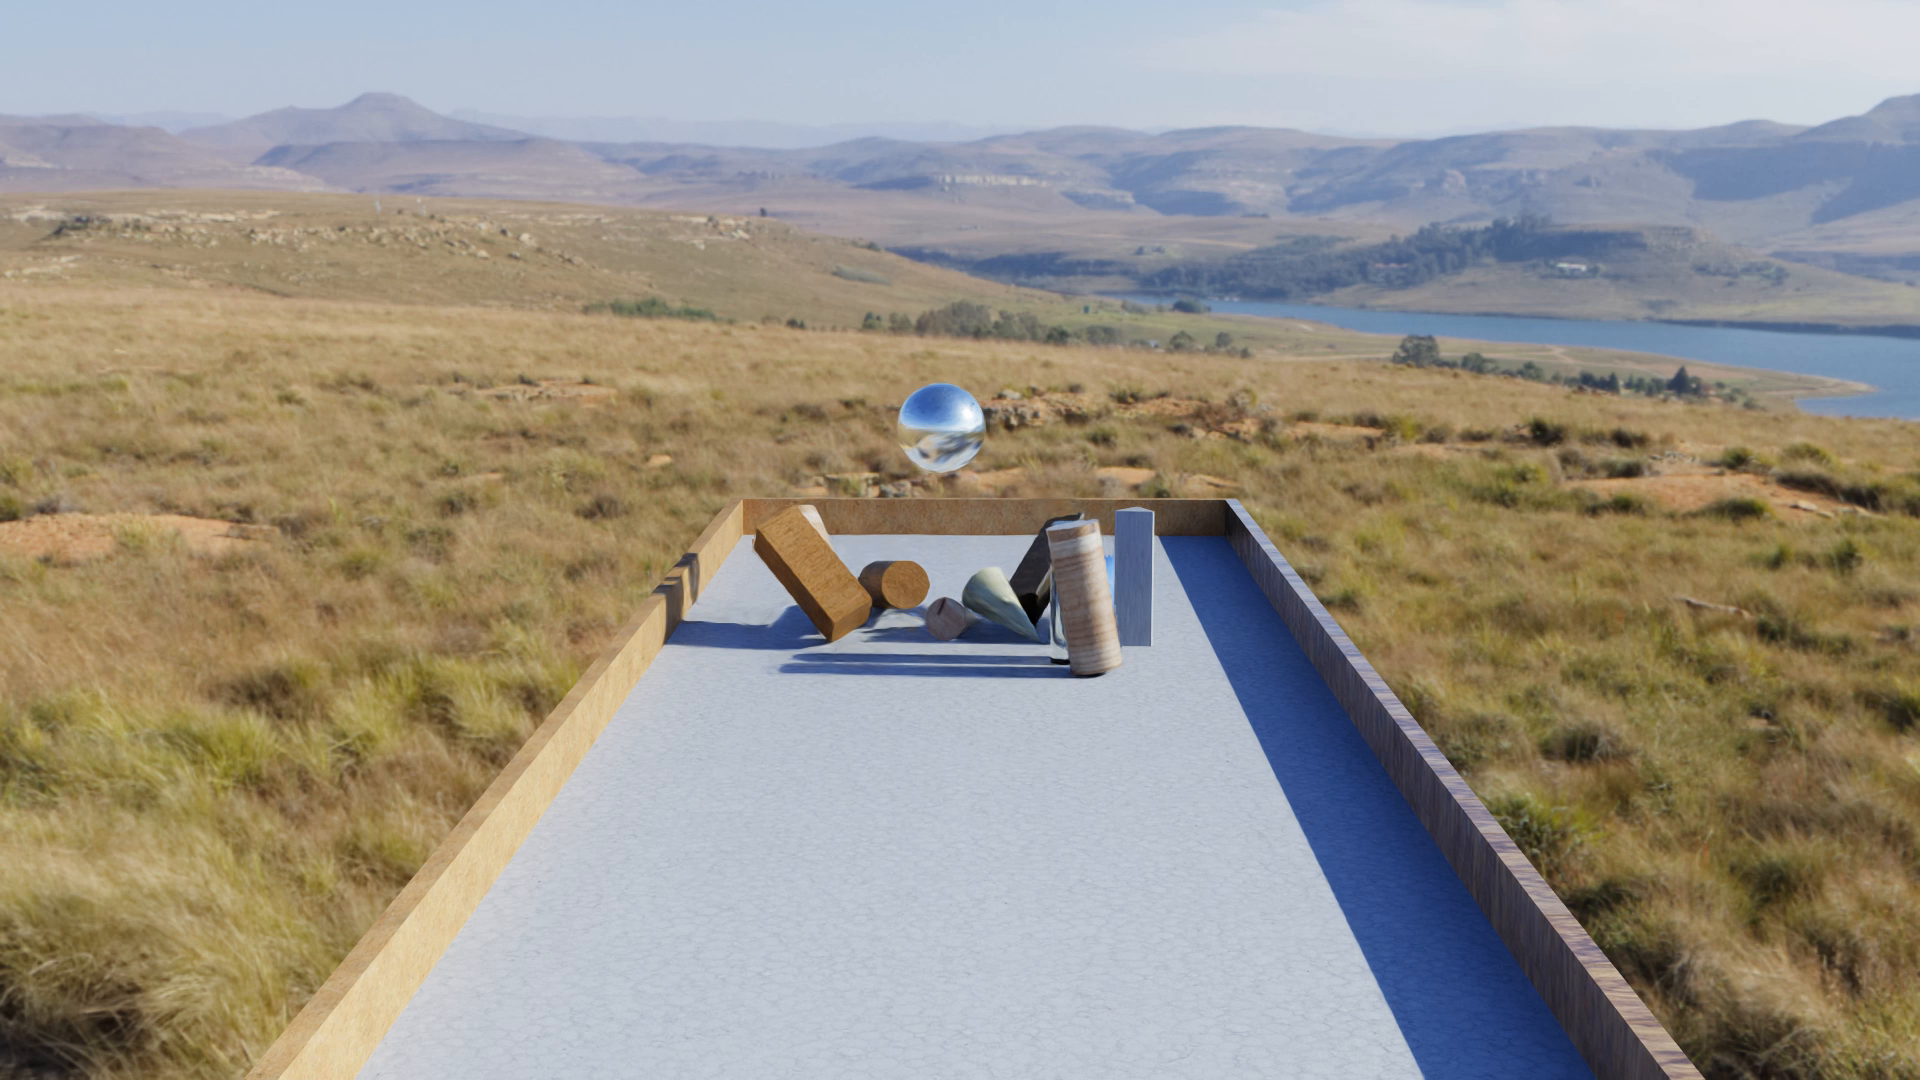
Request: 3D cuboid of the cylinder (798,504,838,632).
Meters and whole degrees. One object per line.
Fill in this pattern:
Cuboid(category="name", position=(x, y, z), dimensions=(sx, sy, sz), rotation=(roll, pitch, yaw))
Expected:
Cuboid(category="cylinder", position=(-0.466, 0.091, 7.154), dimensions=(0.156, 0.403, 0.156), rotation=(-20, -26, -11))

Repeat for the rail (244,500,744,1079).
Cuboid(category="rail", position=(-1.004, 0.839, 3.234), dimensions=(0.050, 0.150, 12.000), rotation=(0, 9, 1))

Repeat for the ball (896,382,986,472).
Cuboid(category="ball", position=(-0.064, -0.383, 7.494), dimensions=(0.305, 0.305, 0.305), rotation=(0, 9, 0))

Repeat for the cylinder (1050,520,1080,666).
Cuboid(category="cylinder", position=(0.340, 0.159, 6.654), dimensions=(0.130, 0.423, 0.130), rotation=(0, 9, 0))

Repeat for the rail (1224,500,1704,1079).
Cuboid(category="rail", position=(1.046, 0.843, 3.208), dimensions=(0.050, 0.150, 12.000), rotation=(0, 9, 1))

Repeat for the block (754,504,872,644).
Cuboid(category="block", position=(-0.467, 0.107, 6.961), dimensions=(0.149, 0.413, 0.149), rotation=(-32, -20, -23))

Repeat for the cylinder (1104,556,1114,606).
Cuboid(category="cylinder", position=(0.442, 0.182, 7.147), dimensions=(0.140, 0.140, 0.316), rotation=(4, 27, 23))

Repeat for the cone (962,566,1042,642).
Cuboid(category="cone", position=(0.168, 0.242, 7.039), dimensions=(0.170, 0.170, 0.322), rotation=(-8, 37, -40))

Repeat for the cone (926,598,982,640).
Cuboid(category="cone", position=(0.015, 0.259, 7.159), dimensions=(0.136, 0.136, 0.348), rotation=(4, -1, 21))

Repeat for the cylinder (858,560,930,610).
Cuboid(category="cylinder", position=(-0.225, 0.148, 7.352), dimensions=(0.160, 0.160, 0.409), rotation=(-2, 0, -14))

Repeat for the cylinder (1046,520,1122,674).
Cuboid(category="cylinder", position=(0.368, 0.168, 6.493), dimensions=(0.157, 0.434, 0.157), rotation=(-10, 6, 1))

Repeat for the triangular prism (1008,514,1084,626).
Cuboid(category="triangular prism", position=(0.301, 0.075, 7.310), dimensions=(0.129, 0.149, 0.430), rotation=(-47, 7, 46))

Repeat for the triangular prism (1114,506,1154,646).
Cuboid(category="triangular prism", position=(0.551, 0.113, 6.929), dimensions=(0.120, 0.427, 0.104), rotation=(1, 9, 9))

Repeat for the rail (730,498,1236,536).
Cuboid(category="rail", position=(0.099, -0.098, 9.147), dimensions=(2.100, 0.150, 0.050), rotation=(0, 9, 1))
